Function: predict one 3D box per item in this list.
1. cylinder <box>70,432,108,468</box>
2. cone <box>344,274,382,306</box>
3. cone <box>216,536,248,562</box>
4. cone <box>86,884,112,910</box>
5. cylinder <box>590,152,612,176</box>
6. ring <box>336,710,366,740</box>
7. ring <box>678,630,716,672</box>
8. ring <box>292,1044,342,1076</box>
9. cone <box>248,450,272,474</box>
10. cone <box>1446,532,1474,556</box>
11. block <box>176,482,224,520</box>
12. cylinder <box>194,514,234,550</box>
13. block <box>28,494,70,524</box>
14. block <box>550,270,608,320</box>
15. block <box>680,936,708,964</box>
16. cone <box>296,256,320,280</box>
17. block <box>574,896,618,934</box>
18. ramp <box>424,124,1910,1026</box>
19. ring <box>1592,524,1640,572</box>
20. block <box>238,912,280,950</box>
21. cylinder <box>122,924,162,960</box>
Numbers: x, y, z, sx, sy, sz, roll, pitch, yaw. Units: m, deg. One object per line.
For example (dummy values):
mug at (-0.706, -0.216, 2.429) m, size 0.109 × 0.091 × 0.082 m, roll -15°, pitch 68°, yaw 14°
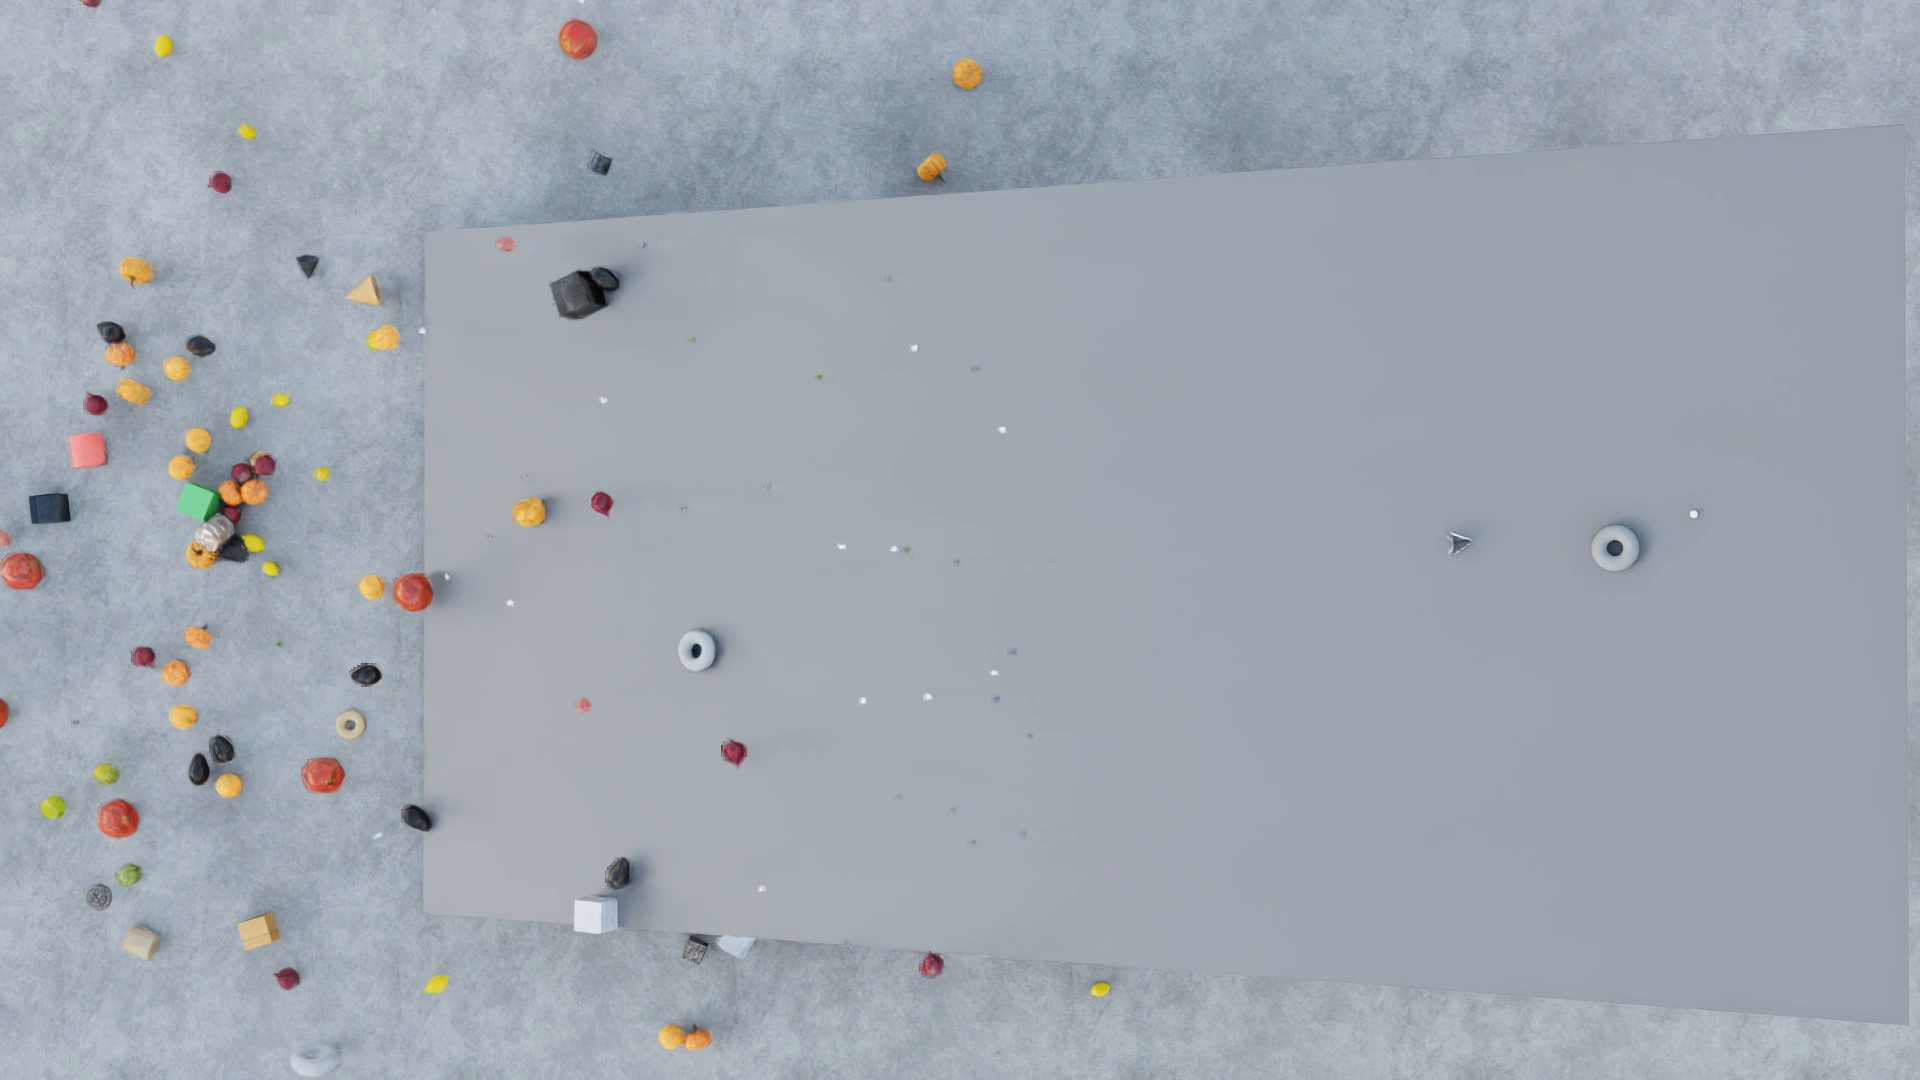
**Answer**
cylinder at (-2.579, -0.265, 6.509) m, size 0.093 × 0.093 × 0.093 m, roll -8°, pitch 89°, yaw 0°
cone at (-1.774, -0.727, 6.508) m, size 0.098 × 0.098 × 0.098 m, roll -16°, pitch 89°, yaw -2°
cone at (-2.164, 0.039, 6.494) m, size 0.082 × 0.082 × 0.082 m, roll 12°, pitch 112°, yaw 31°
cone at (-2.559, 1.062, 6.500) m, size 0.079 × 0.079 × 0.079 m, roll 0°, pitch 89°, yaw 0°
cylinder at (-1.027, -1.075, 6.283) m, size 0.053 × 0.053 × 0.053 m, roll 20°, pitch 101°, yaw 0°
ring at (-1.808, 0.549, 6.531) m, size 0.090 × 0.030 × 0.090 m, roll 0°, pitch 90°, yaw 1°
ring at (-0.726, 0.304, 6.071) m, size 0.116 × 0.039 × 0.116 m, roll -1°, pitch 88°, yaw 24°
ring at (-1.891, 1.529, 6.466) m, size 0.144 × 0.144 × 0.048 m, roll 4°, pitch 106°, yaw 0°
cone at (-2.088, -0.233, 6.520) m, size 0.070 × 0.070 × 0.070 m, roll 0°, pitch 89°, yaw 0°
cone at (1.199, 0.006, 5.251) m, size 0.060 × 0.060 × 0.060 m, roll -7°, pitch 89°, yaw -4°
block at (-2.251, -0.113, 6.510) m, size 0.087 × 0.087 × 0.087 m, roll 22°, pitch 89°, yaw 0°
cylinder at (-2.200, -0.023, 6.489) m, size 0.080 × 0.080 × 0.080 m, roll 13°, pitch 128°, yaw 18°
block at (-2.695, -0.092, 6.512) m, size 0.082 × 0.082 × 0.082 m, roll -6°, pitch 89°, yaw 0°
block at (-1.075, -0.690, 6.200) m, size 0.099 × 0.099 × 0.099 m, roll -23°, pitch 81°, yaw 21°
block at (-0.785, 1.215, 6.509) m, size 0.058 × 0.058 × 0.058 m, roll 23°, pitch 89°, yaw 0°
cone at (-1.940, -0.805, 6.547) m, size 0.066 × 0.066 × 0.066 m, roll 5°, pitch 116°, yaw 0°
block at (-1.019, 1.050, 6.162) m, size 0.086 × 0.086 × 0.086 m, roll 2°, pitch 90°, yaw 23°
ramp at (0.283, 0.084, 5.714) m, size 4.000 × 0.100 × 2.000 m, roll 0°, pitch 89°, yaw 23°
ring at (1.522, 0.018, 5.107) m, size 0.109 × 0.036 × 0.109 m, roll 0°, pitch 90°, yaw 25°
block at (-2.072, 1.155, 6.497) m, size 0.082 × 0.082 × 0.082 m, roll -17°, pitch 89°, yaw 0°
cylinder at (-2.417, 1.189, 6.498) m, size 0.080 × 0.080 × 0.080 m, roll 22°, pitch 89°, yaw 0°
